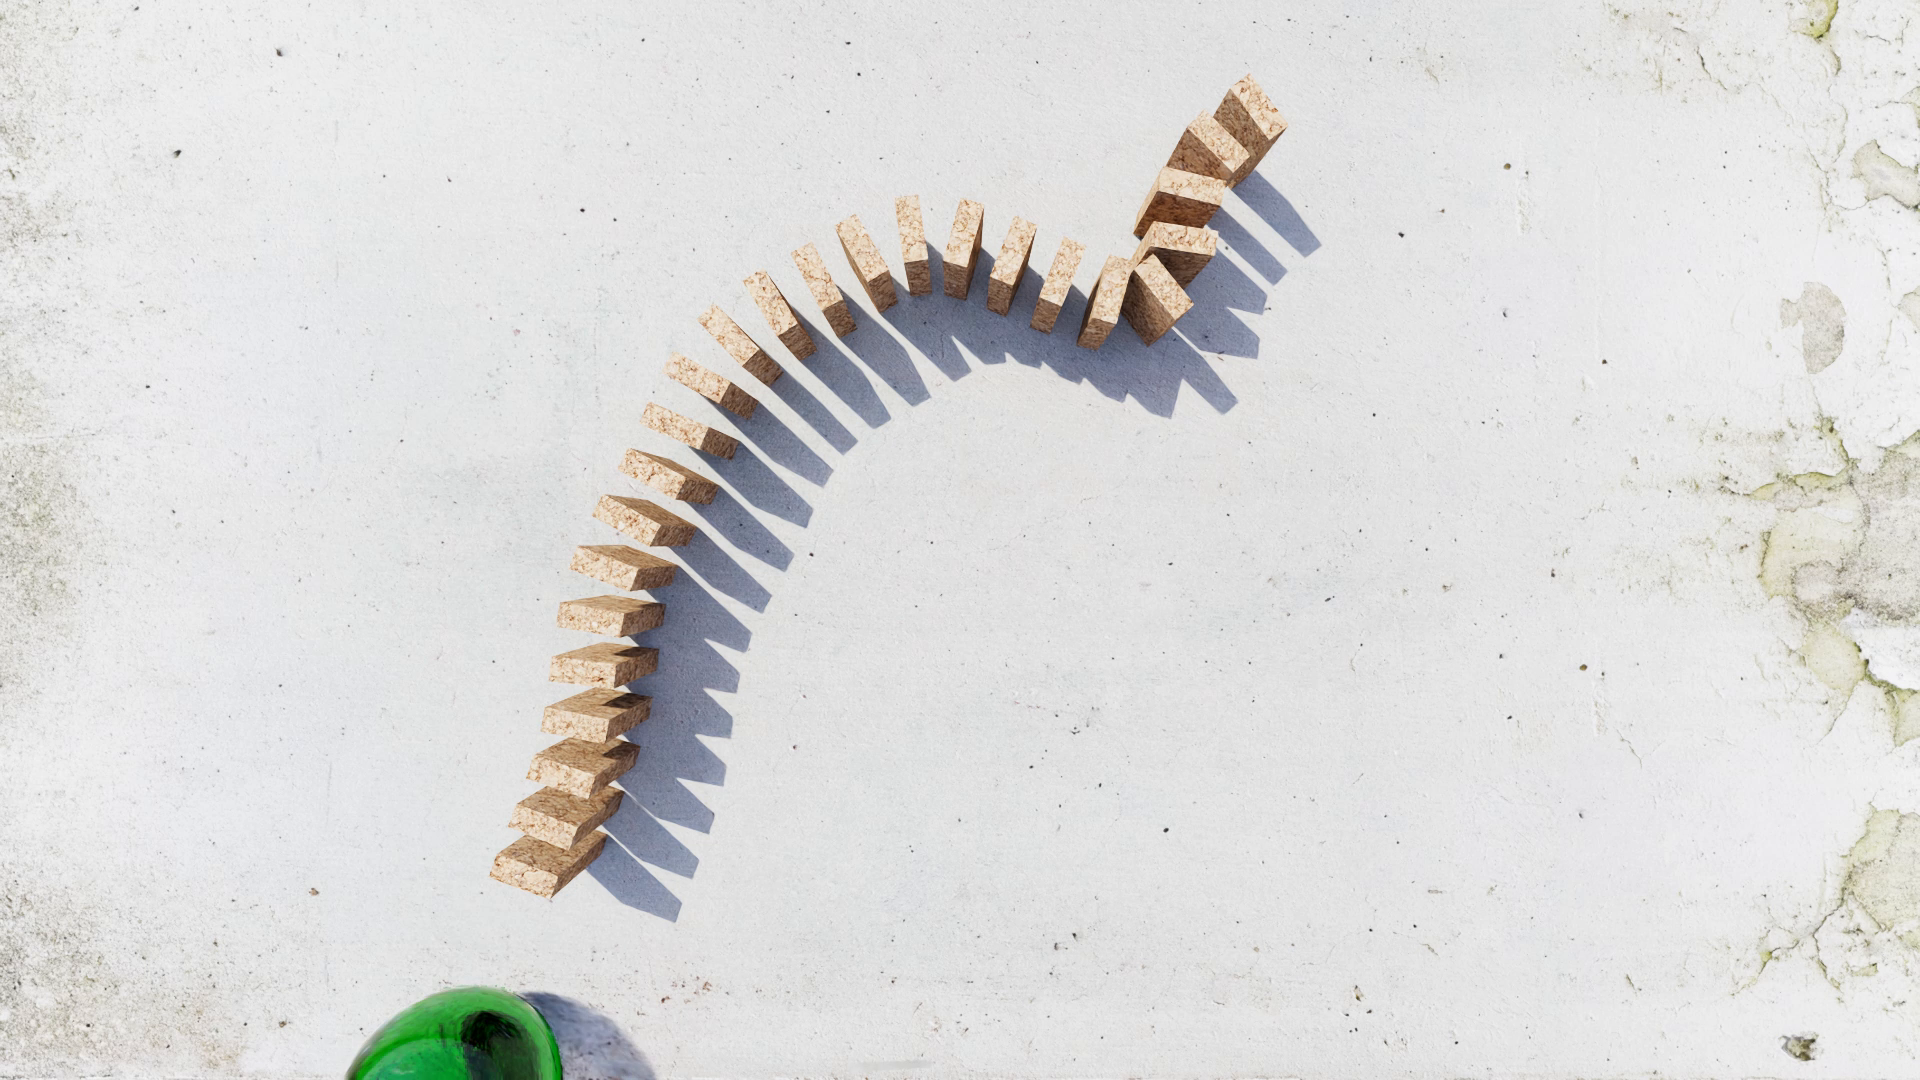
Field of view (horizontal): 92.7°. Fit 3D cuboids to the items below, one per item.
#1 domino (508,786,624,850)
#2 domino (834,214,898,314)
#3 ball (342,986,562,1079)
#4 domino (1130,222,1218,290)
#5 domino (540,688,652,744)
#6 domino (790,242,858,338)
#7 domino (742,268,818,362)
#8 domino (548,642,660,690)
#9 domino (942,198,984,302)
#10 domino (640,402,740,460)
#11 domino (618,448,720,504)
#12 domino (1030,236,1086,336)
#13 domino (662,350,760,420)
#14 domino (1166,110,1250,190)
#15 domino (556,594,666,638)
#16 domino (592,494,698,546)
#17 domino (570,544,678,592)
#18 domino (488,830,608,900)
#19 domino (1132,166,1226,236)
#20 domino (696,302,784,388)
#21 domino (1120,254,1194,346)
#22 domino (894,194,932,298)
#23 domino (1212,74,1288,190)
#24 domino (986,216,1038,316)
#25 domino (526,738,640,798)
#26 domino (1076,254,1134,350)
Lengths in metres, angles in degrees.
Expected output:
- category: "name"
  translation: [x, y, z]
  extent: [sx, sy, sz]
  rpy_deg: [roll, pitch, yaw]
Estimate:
- category: "domino"
  translation: [-0.159, 0.110, 0.375]
  extent: [0.025, 0.050, 0.009]
  rpy_deg: [21, 90, 0]
- category: "domino"
  translation: [-0.038, -0.112, 0.375]
  extent: [0.010, 0.050, 0.025]
  rpy_deg: [-31, 90, 0]
- category: "ball"
  translation: [-0.200, 0.219, 0.360]
  extent: [0.080, 0.080, 0.080]
  rpy_deg: [0, 90, 0]
- category: "domino"
  translation: [0.086, -0.115, 0.375]
  extent: [0.025, 0.050, 0.010]
  rpy_deg: [9, 90, 0]
- category: "domino"
  translation: [-0.147, 0.071, 0.375]
  extent: [0.025, 0.050, 0.009]
  rpy_deg: [11, 90, 0]
- category: "domino"
  translation: [-0.055, -0.101, 0.375]
  extent: [0.010, 0.050, 0.025]
  rpy_deg: [-28, 90, 0]
- category: "domino"
  translation: [-0.073, -0.091, 0.375]
  extent: [0.009, 0.050, 0.025]
  rpy_deg: [-32, 90, 0]
- category: "domino"
  translation: [-0.144, 0.051, 0.375]
  extent: [0.025, 0.050, 0.010]
  rpy_deg: [7, 90, 0]
- category: "domino"
  translation: [0.001, -0.118, 0.375]
  extent: [0.010, 0.050, 0.025]
  rpy_deg: [16, 90, 0]
- category: "domino"
  translation: [-0.109, -0.044, 0.375]
  extent: [0.025, 0.050, 0.009]
  rpy_deg: [23, 90, 0]
- category: "domino"
  translation: [-0.118, -0.025, 0.375]
  extent: [0.025, 0.050, 0.009]
  rpy_deg: [28, 90, 0]
- category: "domino"
  translation: [0.039, -0.103, 0.375]
  extent: [0.009, 0.050, 0.025]
  rpy_deg: [22, 90, 0]
- category: "domino"
  translation: [-0.101, -0.062, 0.375]
  extent: [0.025, 0.050, 0.009]
  rpy_deg: [28, 90, 0]
- category: "domino"
  translation: [0.099, -0.153, 0.375]
  extent: [0.025, 0.050, 0.009]
  rpy_deg: [45, 90, 0]
- category: "domino"
  translation: [-0.141, 0.031, 0.375]
  extent: [0.025, 0.050, 0.009]
  rpy_deg: [10, 90, 0]
- category: "domino"
  translation: [-0.128, -0.007, 0.375]
  extent: [0.025, 0.050, 0.010]
  rpy_deg: [28, 90, 0]
- category: "domino"
  translation: [-0.136, 0.011, 0.375]
  extent: [0.025, 0.050, 0.009]
  rpy_deg: [21, 90, 0]
- category: "domino"
  translation: [-0.167, 0.129, 0.375]
  extent: [0.025, 0.050, 0.010]
  rpy_deg: [20, 90, 0]
- category: "domino"
  translation: [0.089, -0.135, 0.375]
  extent: [0.025, 0.050, 0.010]
  rpy_deg: [13, 90, 0]
- category: "domino"
  translation: [-0.089, -0.079, 0.375]
  extent: [0.009, 0.050, 0.025]
  rpy_deg: [-44, 90, 0]
- category: "domino"
  translation: [0.078, -0.097, 0.375]
  extent: [0.009, 0.050, 0.025]
  rpy_deg: [-39, 90, 0]
- category: "domino"
  translation: [-0.019, -0.119, 0.375]
  extent: [0.010, 0.050, 0.025]
  rpy_deg: [-9, 90, 0]
- category: "domino"
  translation: [0.114, -0.166, 0.375]
  extent: [0.010, 0.050, 0.025]
  rpy_deg: [-37, 90, 0]
- category: "domino"
  translation: [0.021, -0.111, 0.375]
  extent: [0.010, 0.050, 0.025]
  rpy_deg: [22, 90, 0]
- category: "domino"
  translation: [-0.153, 0.091, 0.375]
  extent: [0.025, 0.050, 0.009]
  rpy_deg: [18, 90, 0]
- category: "domino"
  translation: [0.058, -0.096, 0.375]
  extent: [0.010, 0.050, 0.025]
  rpy_deg: [15, 90, 0]
